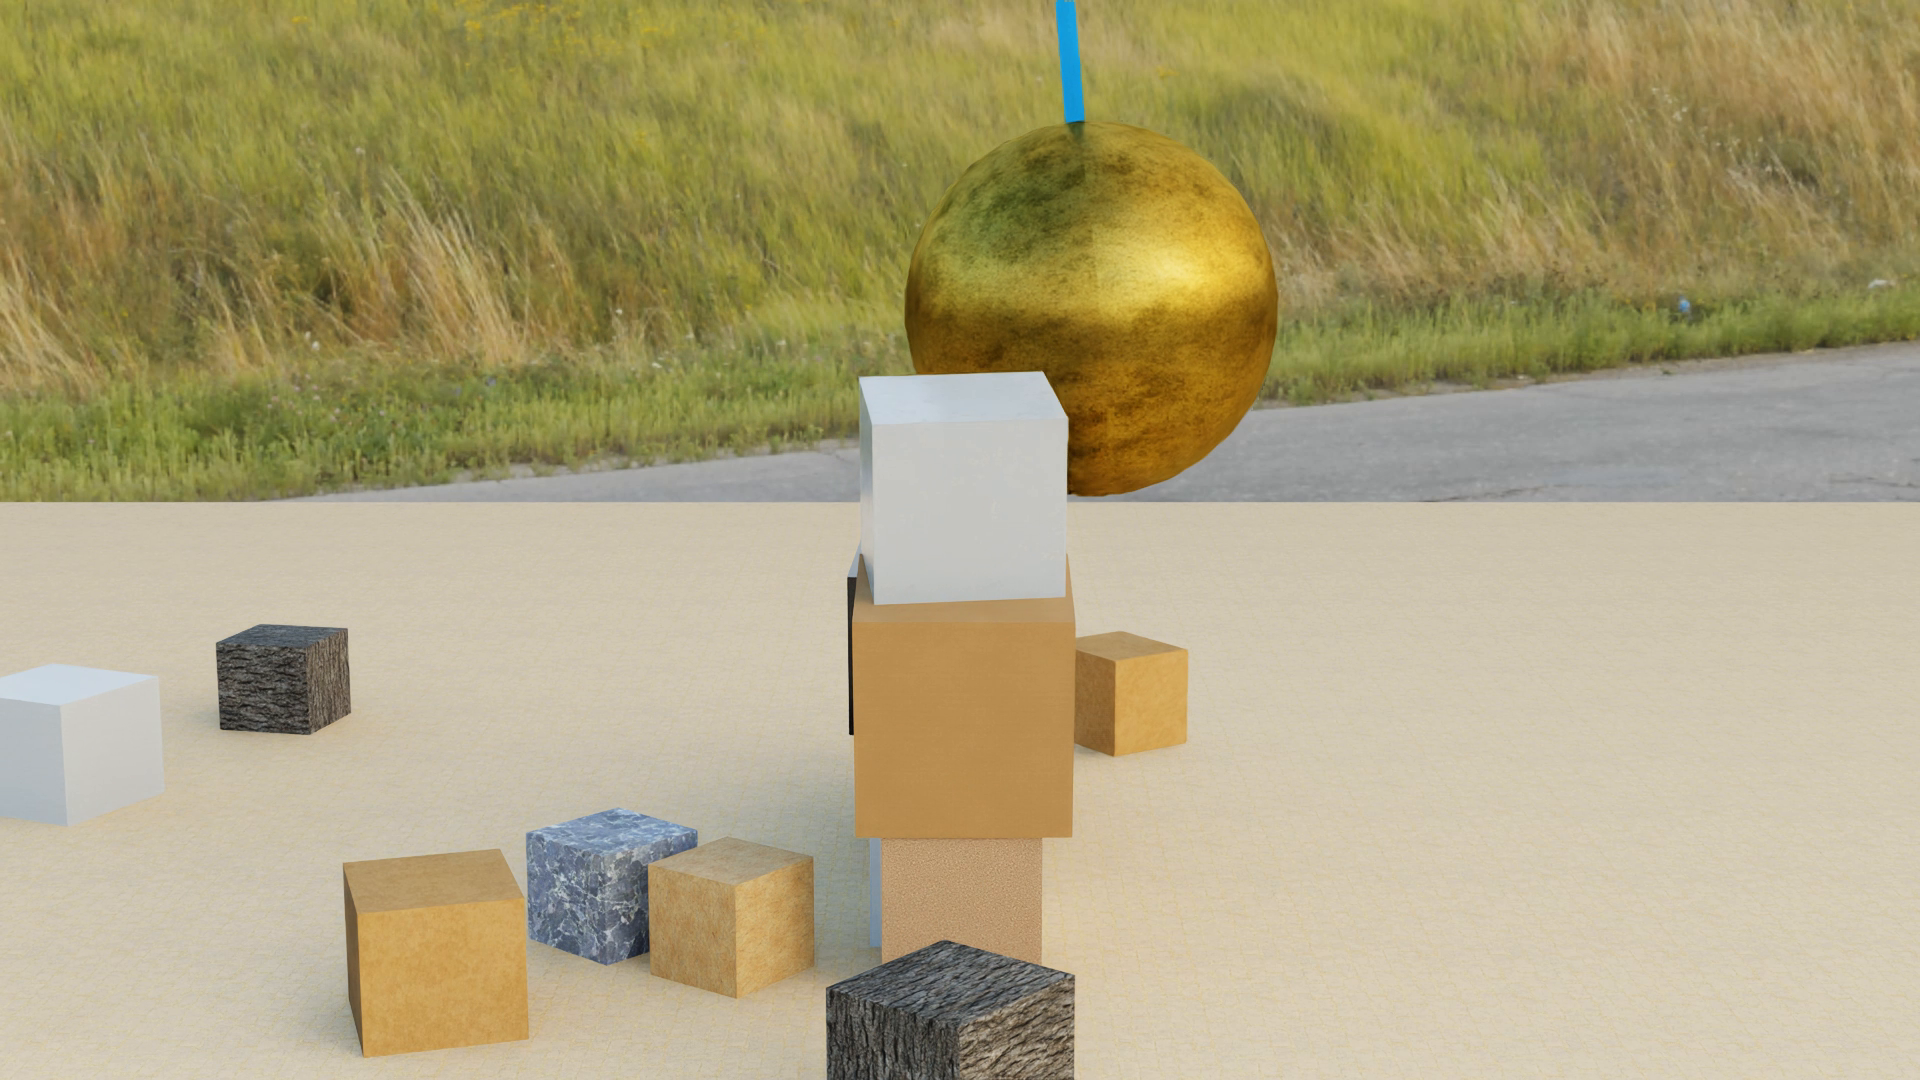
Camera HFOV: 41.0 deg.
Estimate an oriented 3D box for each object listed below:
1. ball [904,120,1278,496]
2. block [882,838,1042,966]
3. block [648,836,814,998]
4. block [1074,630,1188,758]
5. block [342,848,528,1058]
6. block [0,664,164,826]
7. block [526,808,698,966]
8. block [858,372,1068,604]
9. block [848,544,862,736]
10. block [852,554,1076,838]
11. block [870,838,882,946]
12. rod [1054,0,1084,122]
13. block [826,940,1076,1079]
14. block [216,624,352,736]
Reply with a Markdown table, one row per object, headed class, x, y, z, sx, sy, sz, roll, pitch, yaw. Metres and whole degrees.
| class | x | y | z | sx | sy | sz | roll | pitch | yaw |
| --- | --- | --- | --- | --- | --- | --- | --- | --- | --- |
| ball | 0.562 | -0.988 | 11.001 | 1.600 | 1.600 | 1.600 | 0 | 10 | 0 |
| block | 0.007 | 1.387 | 10.103 | 0.615 | 0.645 | 0.552 | 0 | 11 | 0 |
| block | -0.901 | 1.484 | 10.138 | 0.456 | 0.453 | 0.464 | 8 | 13 | 36 |
| block | 0.842 | 0.812 | 13.671 | 0.485 | 0.511 | 0.570 | -7 | 12 | -34 |
| block | -1.969 | 1.534 | 9.609 | 0.596 | 0.543 | 0.639 | -3 | 11 | -18 |
| block | -4.383 | 0.986 | 12.496 | 0.681 | 0.589 | 0.655 | 5 | 11 | 25 |
| block | -1.425 | 1.413 | 10.531 | 0.493 | 0.451 | 0.494 | 9 | 14 | 41 |
| block | 0.002 | -0.209 | 9.842 | 0.725 | 0.707 | 0.632 | -2 | 20 | -6 |
| block | -0.112 | 0.413 | 11.342 | 0.699 | 0.706 | 0.755 | 1 | 14 | 3 |
| block | 0.015 | 0.593 | 9.954 | 0.825 | 0.880 | 0.741 | 0 | 20 | 0 |
| block | -0.019 | 1.238 | 10.699 | 0.694 | 0.736 | 0.641 | 0 | 10 | 0 |
| rod | 0.243 | -4.319 | 10.395 | 0.080 | 5.200 | 0.080 | -5 | 10 | 1 |
| block | -0.029 | 1.728 | 8.597 | 0.569 | 0.524 | 0.618 | 8 | 13 | 38 |
| block | -3.699 | 0.758 | 14.049 | 0.527 | 0.482 | 0.501 | 2 | 11 | 13 |
